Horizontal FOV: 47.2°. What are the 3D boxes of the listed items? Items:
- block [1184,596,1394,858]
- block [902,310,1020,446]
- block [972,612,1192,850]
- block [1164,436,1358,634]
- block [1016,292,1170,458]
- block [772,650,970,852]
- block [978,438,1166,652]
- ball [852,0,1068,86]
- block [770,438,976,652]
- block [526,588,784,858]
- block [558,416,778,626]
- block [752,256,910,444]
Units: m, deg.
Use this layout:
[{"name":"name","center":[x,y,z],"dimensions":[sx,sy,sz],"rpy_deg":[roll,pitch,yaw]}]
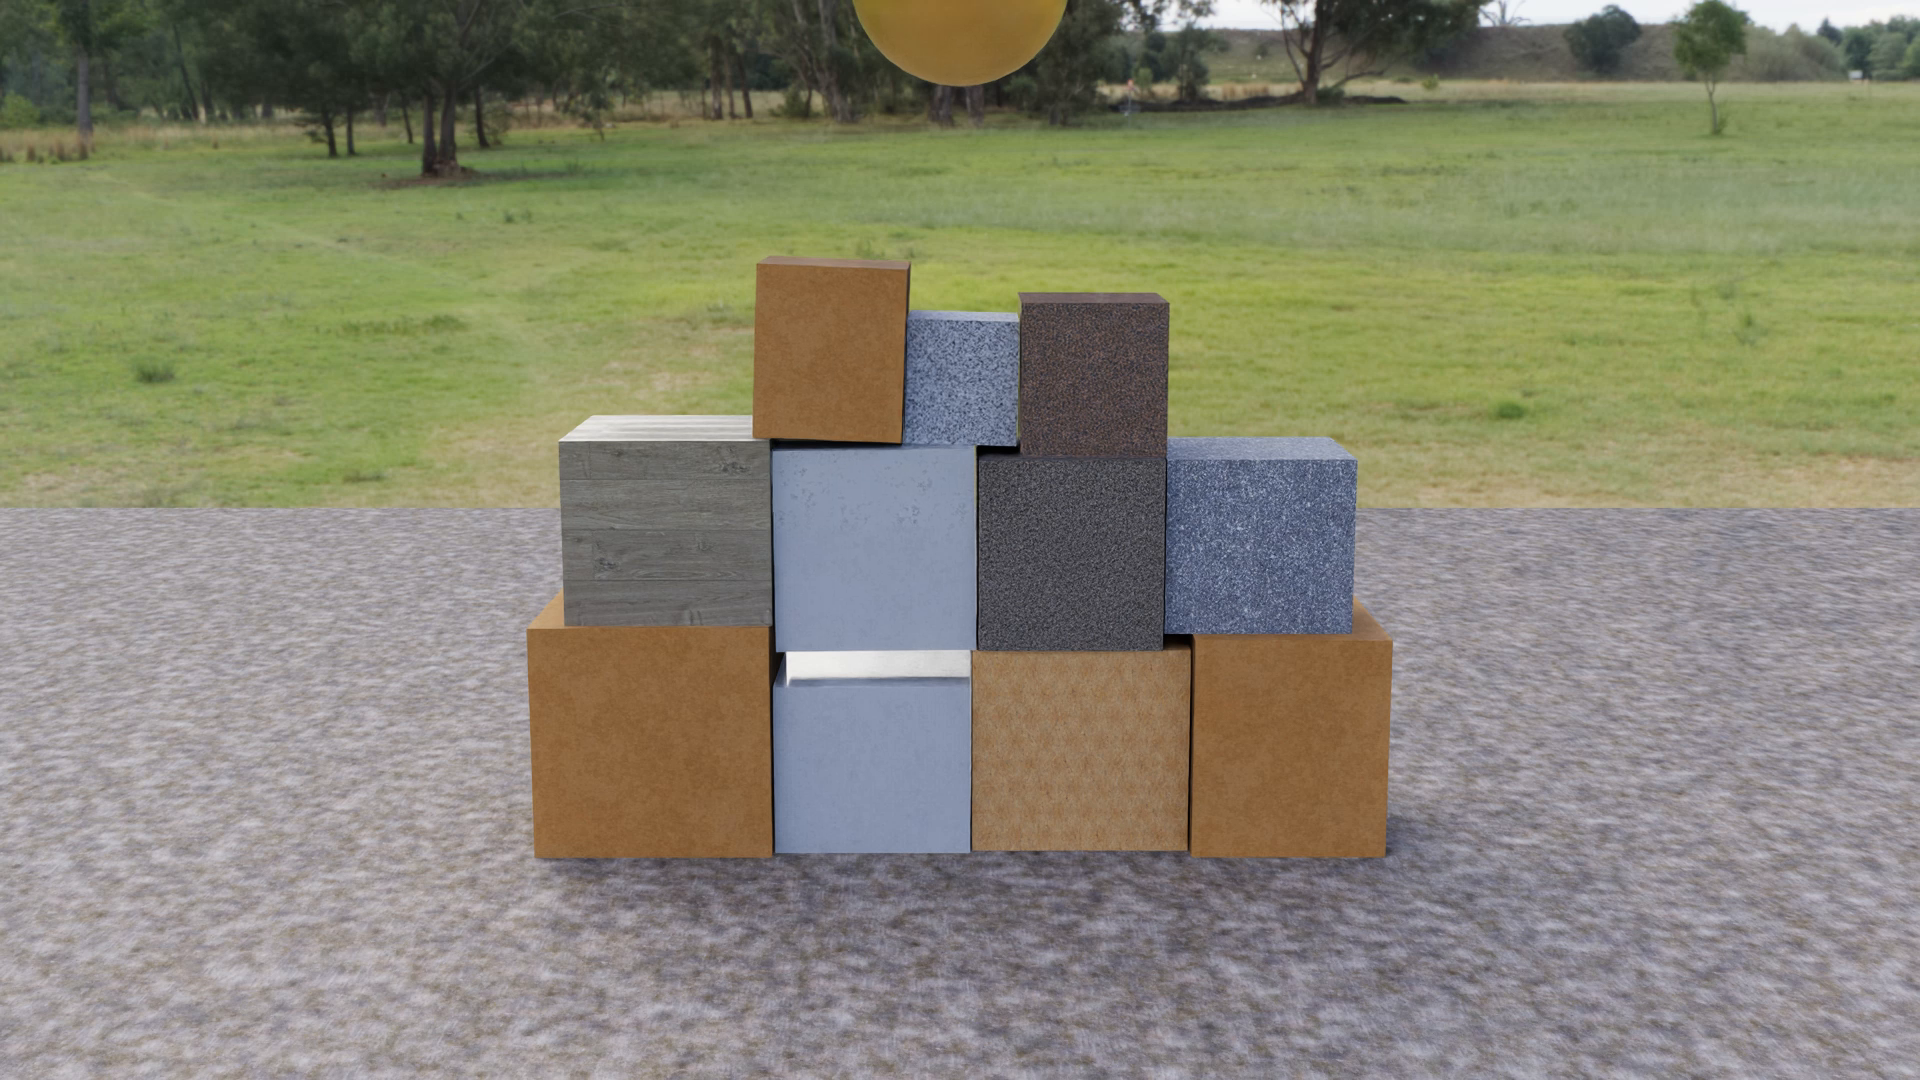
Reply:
[{"name":"block","center":[1.629,0.933,11.351],"dimensions":[0.961,1.103,1.102],"rpy_deg":[0,10,0]},{"name":"block","center":[0.007,-0.820,11.042],"dimensions":[0.560,0.610,0.575],"rpy_deg":[2,10,0]},{"name":"block","center":[0.600,0.969,11.364],"dimensions":[1.077,1.027,0.902],"rpy_deg":[0,10,0]},{"name":"block","center":[1.471,-0.038,11.184],"dimensions":[0.926,0.869,0.838],"rpy_deg":[0,10,0]},{"name":"block","center":[0.654,-0.839,11.041],"dimensions":[0.715,0.755,0.740],"rpy_deg":[0,10,0]},{"name":"block","center":[-0.436,1.059,11.365],"dimensions":[0.973,0.850,0.947],"rpy_deg":[0,10,0]},{"name":"block","center":[0.544,0.003,11.164],"dimensions":[0.908,0.946,0.877],"rpy_deg":[0,10,0]},{"name":"ball","center":[0.000,-4.049,15.684],"dimensions":[1.600,1.600,1.600],"rpy_deg":[0,10,0]},{"name":"block","center":[-0.419,-0.022,11.185],"dimensions":[0.988,0.997,0.877],"rpy_deg":[-1,10,0]},{"name":"block","center":[-1.521,0.907,11.331],"dimensions":[1.177,1.162,1.081],"rpy_deg":[0,10,0]},{"name":"block","center":[-1.427,-0.118,11.167],"dimensions":[1.016,0.912,1.000],"rpy_deg":[0,10,0]},{"name":"block","center":[-0.633,-0.965,10.994],"dimensions":[0.725,0.840,0.739],"rpy_deg":[2,10,0]}]
